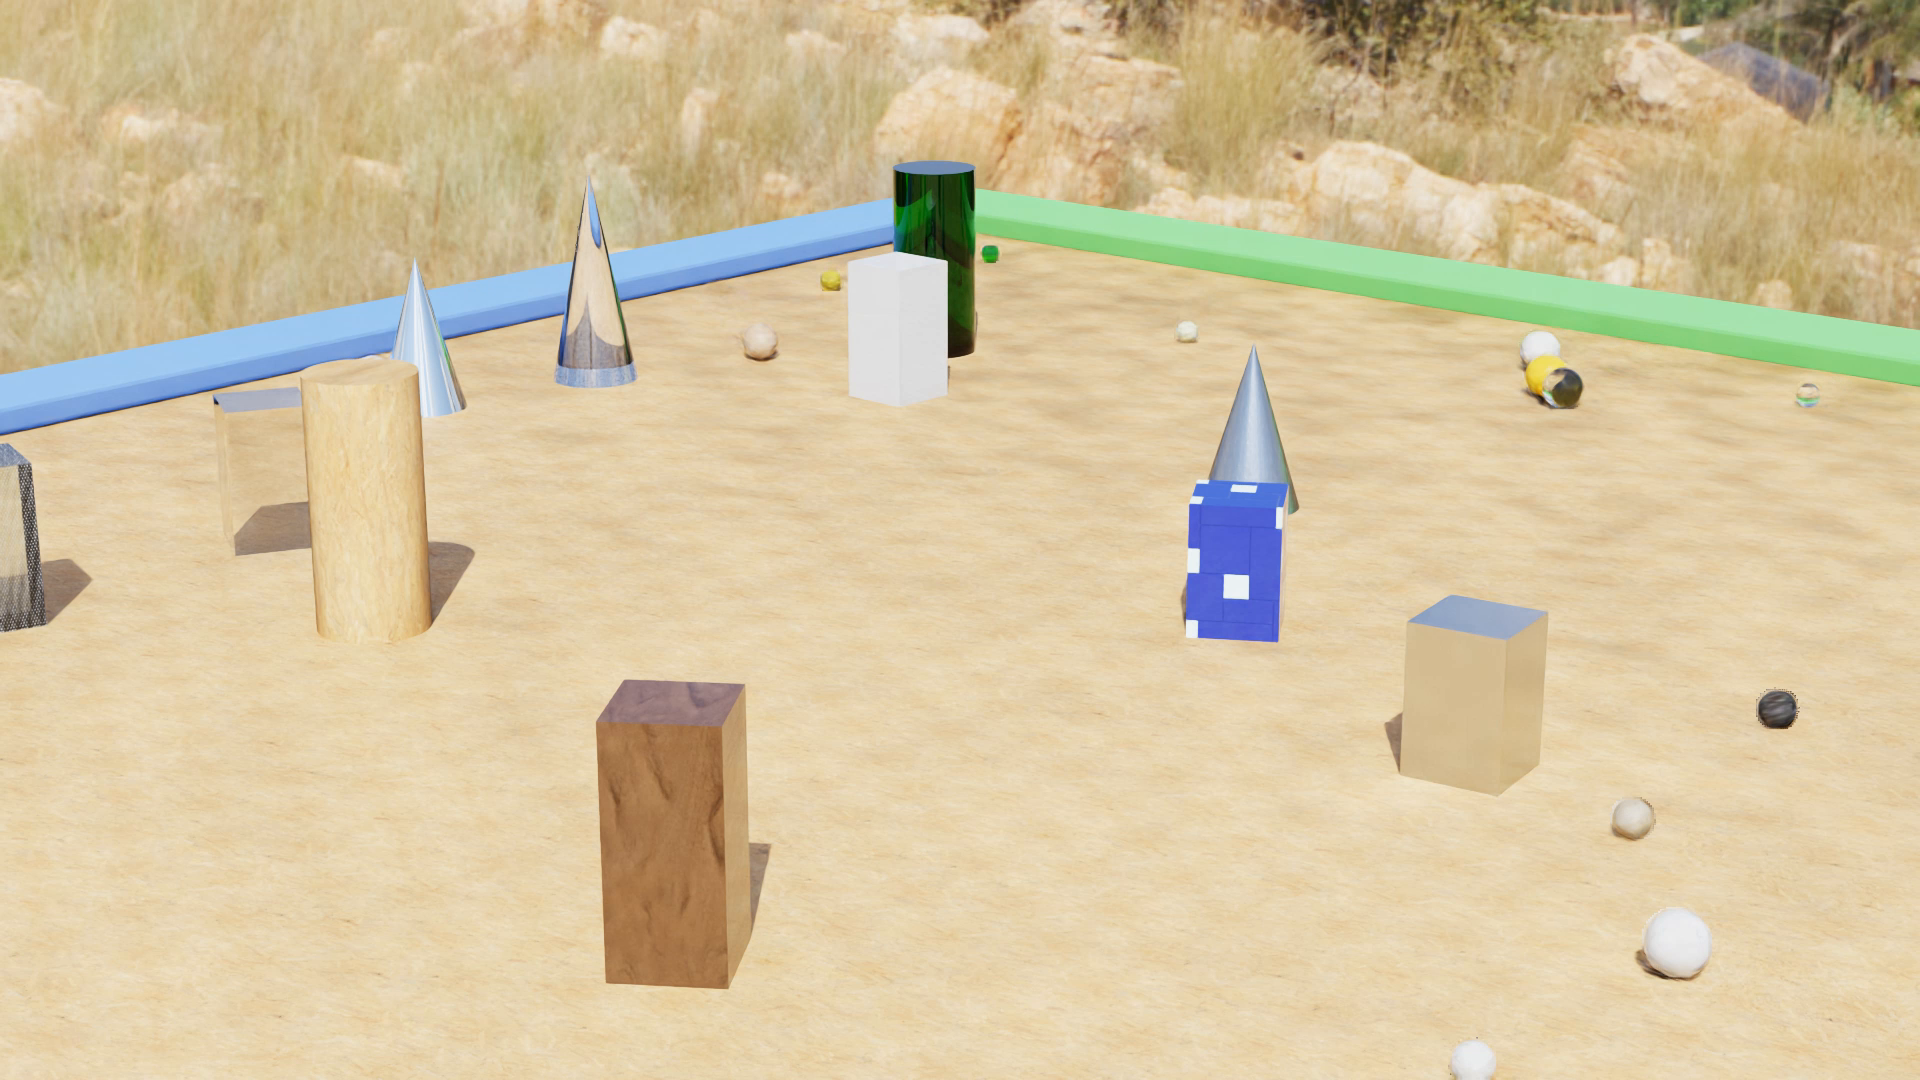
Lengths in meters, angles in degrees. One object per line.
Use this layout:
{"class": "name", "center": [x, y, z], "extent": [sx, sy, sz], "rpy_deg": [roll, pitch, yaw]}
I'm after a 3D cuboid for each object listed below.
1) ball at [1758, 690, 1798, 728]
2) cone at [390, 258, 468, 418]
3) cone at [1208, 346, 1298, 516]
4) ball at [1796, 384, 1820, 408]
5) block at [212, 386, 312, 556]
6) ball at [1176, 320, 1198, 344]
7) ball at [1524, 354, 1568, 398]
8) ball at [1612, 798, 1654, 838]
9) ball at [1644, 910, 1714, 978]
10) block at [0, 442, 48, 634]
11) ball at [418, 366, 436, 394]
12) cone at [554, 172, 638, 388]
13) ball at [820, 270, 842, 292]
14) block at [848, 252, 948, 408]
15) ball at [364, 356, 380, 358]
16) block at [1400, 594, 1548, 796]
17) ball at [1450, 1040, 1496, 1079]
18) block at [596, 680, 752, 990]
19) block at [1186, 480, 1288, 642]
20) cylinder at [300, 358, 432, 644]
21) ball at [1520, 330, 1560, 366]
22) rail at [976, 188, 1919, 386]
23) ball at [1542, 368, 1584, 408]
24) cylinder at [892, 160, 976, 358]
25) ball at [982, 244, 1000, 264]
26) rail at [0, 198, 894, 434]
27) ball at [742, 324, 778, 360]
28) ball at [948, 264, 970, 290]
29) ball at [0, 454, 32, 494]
{"class": "ball", "center": [1.251, 0.259, 4.485], "extent": [0.058, 0.058, 0.058], "rpy_deg": [0, 17, 0]}
{"class": "cone", "center": [-1.174, -0.451, 6.361], "extent": [0.193, 0.333, 0.193], "rpy_deg": [0, 17, 0]}
{"class": "cone", "center": [0.559, -0.222, 5.620], "extent": [0.193, 0.323, 0.193], "rpy_deg": [0, 17, 0]}
{"class": "ball", "center": [1.851, -0.316, 6.397], "extent": [0.054, 0.054, 0.054], "rpy_deg": [0, 17, 0]}
{"class": "block", "center": [-1.278, -0.128, 5.404], "extent": [0.154, 0.269, 0.154], "rpy_deg": [-6, 18, -20]}
{"class": "ball", "center": [0.542, -0.496, 6.994], "extent": [0.054, 0.054, 0.054], "rpy_deg": [0, 17, 0]}
{"class": "ball", "center": [1.298, -0.363, 6.480], "extent": [0.096, 0.096, 0.096], "rpy_deg": [0, 17, 0]}
{"class": "ball", "center": [0.934, 0.387, 4.067], "extent": [0.056, 0.056, 0.056], "rpy_deg": [0, 17, 0]}
{"class": "ball", "center": [0.891, 0.501, 3.639], "extent": [0.084, 0.084, 0.084], "rpy_deg": [0, 17, 0]}
{"class": "block", "center": [-1.652, 0.001, 4.948], "extent": [0.154, 0.285, 0.154], "rpy_deg": [-10, 19, -30]}
{"class": "ball", "center": [-1.196, -0.357, 6.520], "extent": [0.063, 0.063, 0.063], "rpy_deg": [0, 17, 0]}
{"class": "cone", "center": [-0.827, -0.596, 6.596], "extent": [0.193, 0.476, 0.193], "rpy_deg": [0, 17, 0]}
{"class": "ball", "center": [-0.333, -0.670, 7.566], "extent": [0.057, 0.057, 0.057], "rpy_deg": [0, 17, 0]}
{"class": "block", "center": [-0.137, -0.466, 6.465], "extent": [0.154, 0.302, 0.154], "rpy_deg": [15, 22, 40]}
{"class": "ball", "center": [-1.292, -0.360, 6.440], "extent": [0.091, 0.091, 0.091], "rpy_deg": [0, 17, 0]}
{"class": "block", "center": [0.752, 0.225, 4.288], "extent": [0.154, 0.238, 0.154], "rpy_deg": [11, 20, 32]}
{"class": "ball", "center": [0.589, 0.600, 3.366], "extent": [0.052, 0.052, 0.052], "rpy_deg": [0, 17, 0]}
{"class": "block", "center": [-0.353, 0.364, 3.642], "extent": [0.154, 0.345, 0.154], "rpy_deg": [2, 17, 6]}
{"class": "block", "center": [0.467, 0.034, 4.931], "extent": [0.154, 0.231, 0.154], "rpy_deg": [3, 17, 9]}
{"class": "cylinder", "center": [-0.991, -0.066, 4.900], "extent": [0.193, 0.441, 0.193], "rpy_deg": [0, 17, 0]}
{"class": "ball", "center": [1.329, -0.433, 6.718], "extent": [0.093, 0.093, 0.093], "rpy_deg": [0, 17, 0]}
{"class": "rail", "center": [1.661, -0.522, 6.952], "extent": [4.480, 0.125, 0.045], "rpy_deg": [14, 22, 39]}
{"class": "ball", "center": [1.313, -0.331, 6.386], "extent": [0.090, 0.090, 0.090], "rpy_deg": [0, 17, 0]}
{"class": "cylinder", "center": [-0.060, -0.658, 6.875], "extent": [0.193, 0.433, 0.193], "rpy_deg": [0, 17, 0]}
{"class": "ball", "center": [0.082, -0.773, 7.918], "extent": [0.050, 0.050, 0.050], "rpy_deg": [0, 17, 0]}
{"class": "rail", "center": [-1.673, -0.388, 6.511], "extent": [0.045, 0.125, 5.115], "rpy_deg": [14, 22, 39]}
{"class": "ball", "center": [-0.465, -0.463, 6.833], "extent": [0.083, 0.083, 0.083], "rpy_deg": [0, 17, 0]}
{"class": "ball", "center": [-0.006, -0.678, 7.575], "extent": [0.066, 0.066, 0.066], "rpy_deg": [0, 17, 0]}
{"class": "ball", "center": [-1.856, -0.130, 5.738], "extent": [0.079, 0.079, 0.079], "rpy_deg": [0, 17, 0]}
